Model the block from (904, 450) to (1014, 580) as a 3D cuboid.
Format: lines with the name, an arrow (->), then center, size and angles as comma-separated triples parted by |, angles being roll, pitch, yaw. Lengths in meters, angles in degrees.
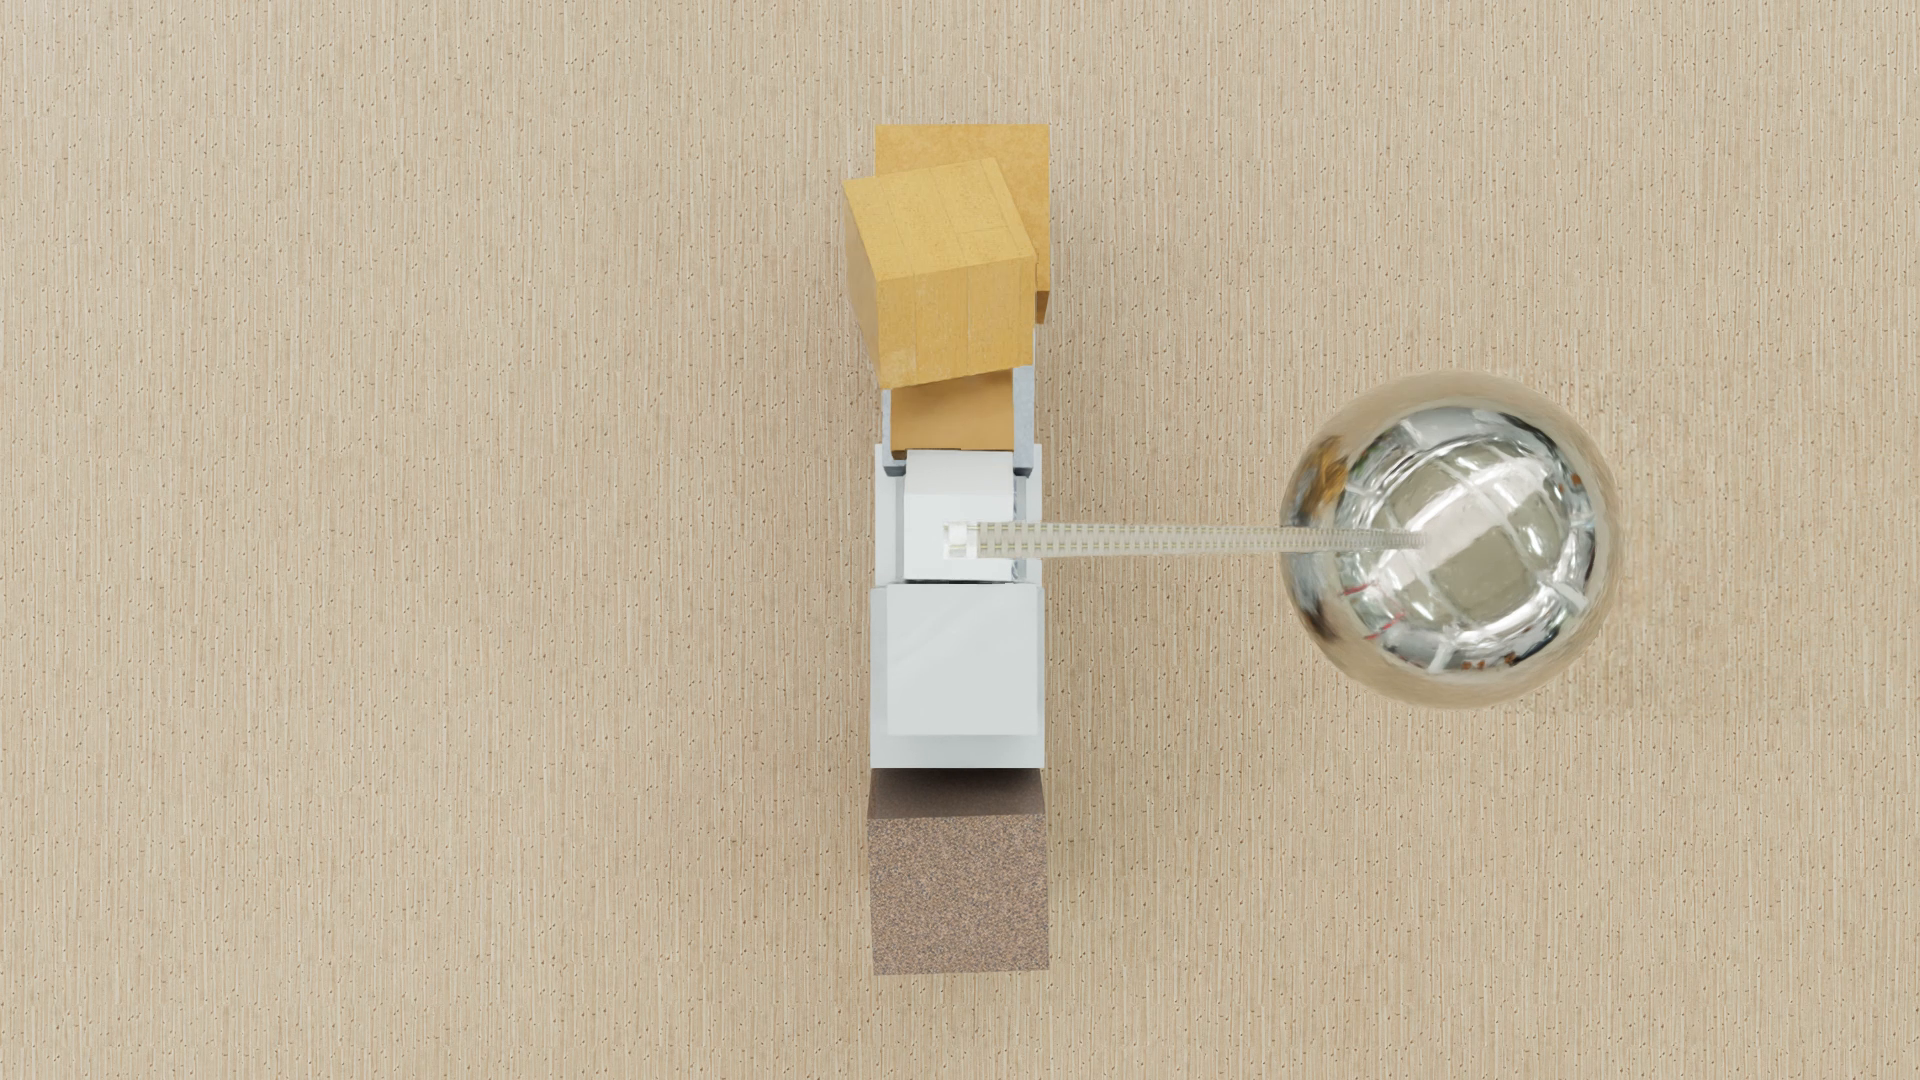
block -> -0.006, -0.123, 10.586 | 0.510, 0.488, 0.450 | 1, 117, 0

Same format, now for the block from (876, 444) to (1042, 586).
block -> -0.008, -0.107, 12.540 | 0.915, 0.920, 0.841 | 0, 90, 0

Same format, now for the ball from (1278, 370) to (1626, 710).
ball -> 2.295, 0.000, 10.324 | 1.600, 1.600, 1.600 | 0, 90, 0

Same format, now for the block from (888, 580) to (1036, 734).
block -> 0.009, 0.570, 10.891 | 0.712, 0.787, 0.719 | 0, 90, 0

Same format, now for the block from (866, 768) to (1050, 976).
block -> -0.009, 1.719, 11.716 | 0.911, 0.920, 0.853 | -2, 103, 0

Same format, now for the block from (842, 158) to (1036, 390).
block -> -0.105, -1.268, 10.466 | 0.745, 0.675, 0.747 | -11, 48, -10

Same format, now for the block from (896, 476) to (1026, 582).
block -> 0.005, -0.043, 11.736 | 0.677, 0.688, 0.573 | 0, 90, 0

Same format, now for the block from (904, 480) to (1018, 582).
block -> 0.003, -0.048, 11.149 | 0.562, 0.486, 0.496 | -1, 90, 0

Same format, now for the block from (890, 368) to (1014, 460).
block -> -0.040, -0.736, 11.016 | 0.604, 0.563, 0.619 | 0, 88, 0

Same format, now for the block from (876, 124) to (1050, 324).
block -> 0.011, -1.664, 11.710 | 0.894, 0.858, 0.872 | 0, 84, 0

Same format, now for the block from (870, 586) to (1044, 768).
block -> -0.013, 0.710, 11.679 | 0.893, 0.789, 0.919 | 0, 90, 0

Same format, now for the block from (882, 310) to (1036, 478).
block -> -0.006, -0.763, 11.694 | 0.777, 0.791, 0.809 | 1, 88, 0

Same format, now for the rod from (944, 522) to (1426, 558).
rod -> 0.994, 0.000, 7.183 | 0.080, 5.200, 0.080 | 0, 90, 22
